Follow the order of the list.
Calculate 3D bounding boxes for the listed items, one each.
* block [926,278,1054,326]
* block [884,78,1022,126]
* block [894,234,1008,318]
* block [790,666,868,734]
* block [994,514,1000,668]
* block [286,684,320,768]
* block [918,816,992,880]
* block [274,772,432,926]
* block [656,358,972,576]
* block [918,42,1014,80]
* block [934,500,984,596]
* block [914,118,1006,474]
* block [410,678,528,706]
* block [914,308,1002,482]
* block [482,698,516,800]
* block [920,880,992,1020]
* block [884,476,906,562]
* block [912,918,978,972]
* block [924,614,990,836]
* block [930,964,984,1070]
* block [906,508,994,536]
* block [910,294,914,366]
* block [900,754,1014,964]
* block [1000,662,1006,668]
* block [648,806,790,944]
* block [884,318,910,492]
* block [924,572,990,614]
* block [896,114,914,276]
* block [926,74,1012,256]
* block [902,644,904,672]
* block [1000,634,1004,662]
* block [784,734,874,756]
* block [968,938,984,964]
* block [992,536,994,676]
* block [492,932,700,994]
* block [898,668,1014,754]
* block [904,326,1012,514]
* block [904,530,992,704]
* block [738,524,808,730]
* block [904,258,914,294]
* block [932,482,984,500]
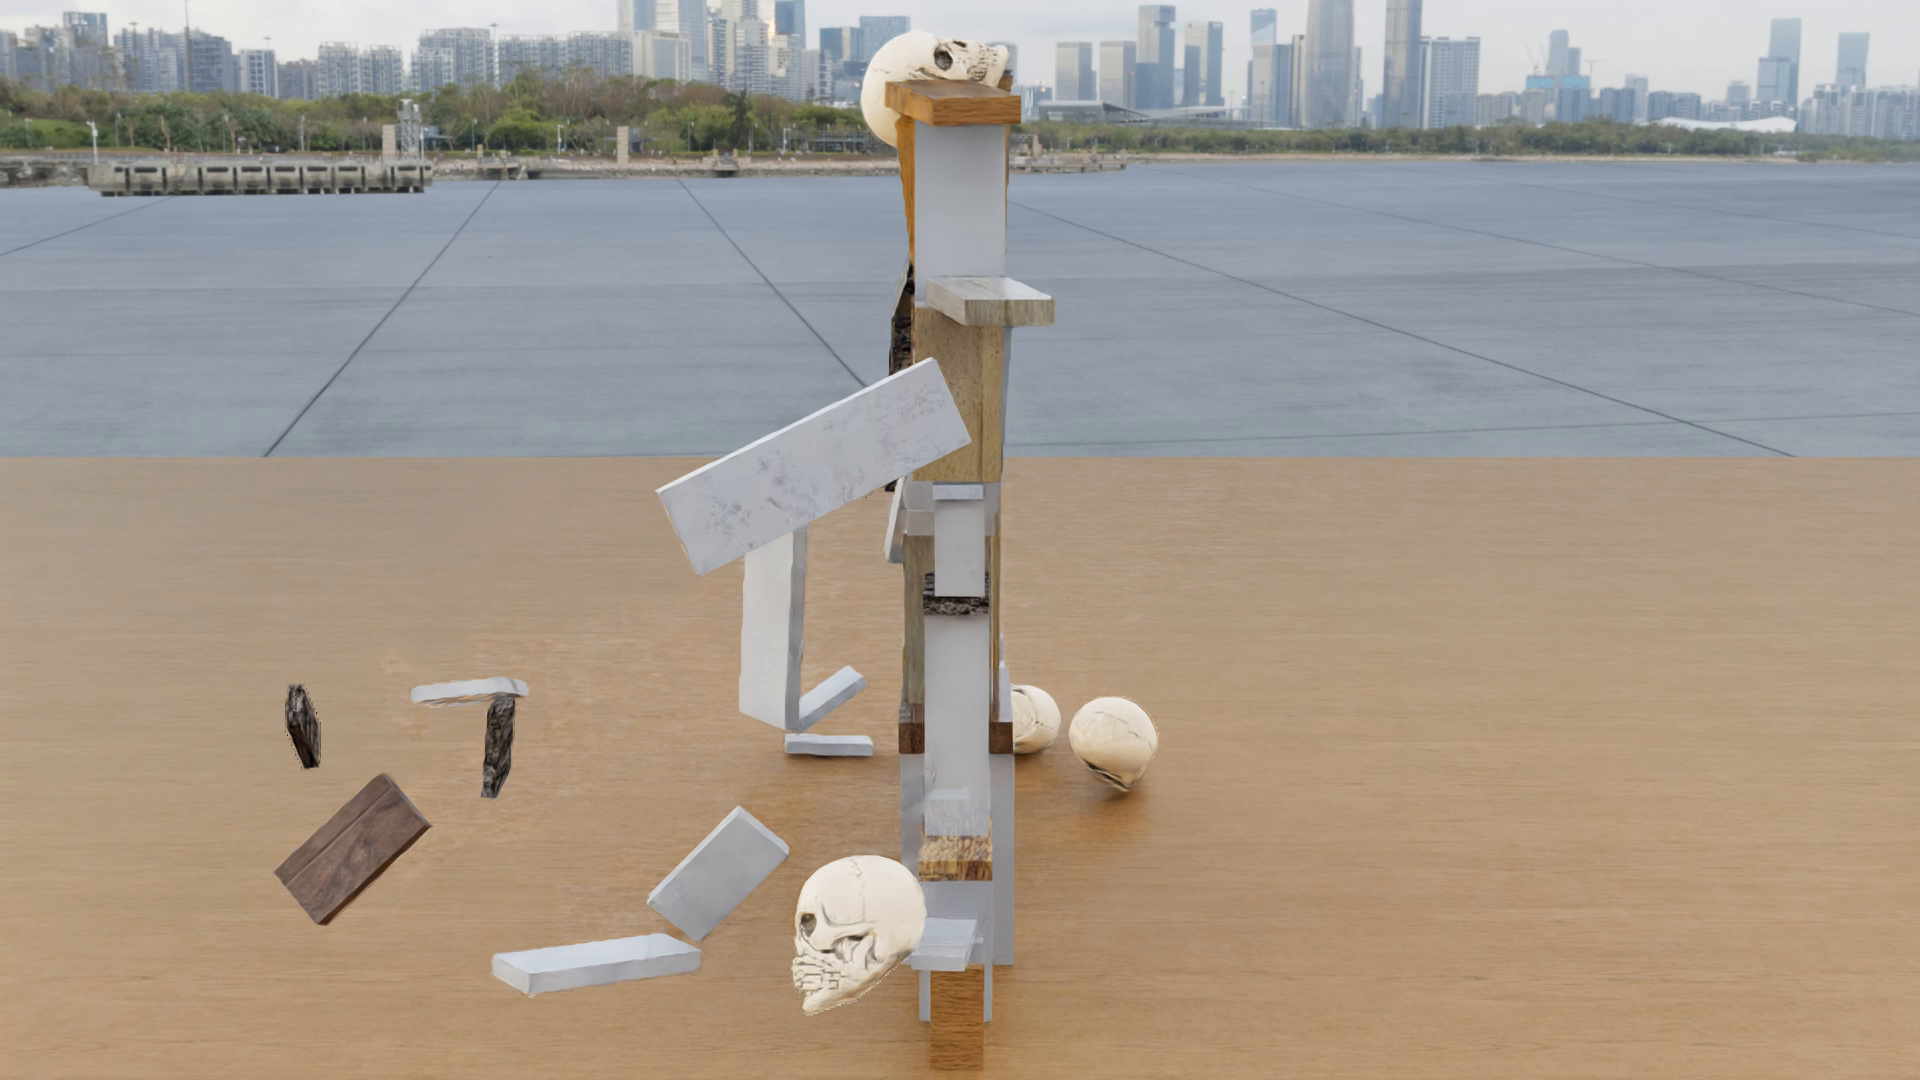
[{"bbox_3d":[0.039,-0.324,2.977,0.120,0.034,0.240,-2,13,-12],"label":"block"},{"bbox_3d":[-0.013,-0.618,3.095,0.126,0.036,0.252,-5,18,-16],"label":"block"},{"bbox_3d":[-0.021,-0.480,3.954,0.154,0.044,0.309,2,-18,-10],"label":"block"},{"bbox_3d":[-0.278,0.325,4.473,0.175,0.025,0.087,-35,23,-12],"label":"block"},{"bbox_3d":[-0.005,0.120,3.730,0.145,0.425,0.041,0,11,1],"label":"block"},{"bbox_3d":[-0.914,0.261,3.061,0.018,0.064,0.128,-4,-32,-7],"label":"block"},{"bbox_3d":[-0.005,0.448,3.207,0.103,0.029,0.207,0,11,0],"label":"block"},{"bbox_3d":[-0.825,0.420,2.988,0.098,0.195,0.028,46,-5,14],"label":"block"},{"bbox_3d":[-0.187,-0.096,2.847,0.399,0.120,0.034,-27,14,-12],"label":"block"},{"bbox_3d":[0.007,-0.809,3.776,0.142,0.040,0.284,0,4,-5],"label":"block"},{"bbox_3d":[0.000,0.009,3.091,0.071,0.141,0.020,0,14,1],"label":"block"},{"bbox_3d":[-0.001,-0.344,3.121,0.126,0.501,0.036,0,10,-1],"label":"block"},{"bbox_3d":[-0.609,0.188,2.731,0.128,0.018,0.064,-7,-11,18],"label":"block"},{"bbox_3d":[-0.003,-0.202,3.063,0.120,0.240,0.034,1,4,-2],"label":"block"},{"bbox_3d":[-0.589,0.259,2.810,0.018,0.128,0.064,11,26,1],"label":"block"},{"bbox_3d":[-0.006,0.581,3.145,0.103,0.207,0.029,0,1,0],"label":"block"},{"bbox_3d":[-0.052,-0.076,4.119,0.138,0.275,0.039,0,39,-16],"label":"block"},{"bbox_3d":[-0.021,0.554,3.016,0.072,0.020,0.144,1,10,7],"label":"block"},{"bbox_3d":[-0.005,0.265,3.182,0.093,0.339,0.026,0,16,1],"label":"block"},{"bbox_3d":[-0.004,0.645,2.977,0.072,0.144,0.020,1,11,2],"label":"block"},{"bbox_3d":[-0.013,-0.048,3.412,0.132,0.037,0.265,0,10,0],"label":"block"},{"bbox_3d":[-0.009,-0.325,3.876,0.154,0.309,0.044,-1,7,-1],"label":"block"},{"bbox_3d":[-0.003,0.476,3.348,0.171,0.341,0.048,0,10,0],"label":"block"},{"bbox_3d":[-0.003,0.381,3.900,0.163,0.327,0.046,0,11,-2],"label":"block"},{"bbox_3d":[-0.348,0.482,3.164,0.098,0.195,0.028,42,13,-16],"label":"block"},{"bbox_3d":[-0.057,-0.250,4.115,0.154,0.326,0.044,1,18,-9],"label":"block"},{"bbox_3d":[-0.005,0.076,3.195,0.093,0.026,0.186,0,10,0],"label":"block"},{"bbox_3d":[-0.016,-0.498,3.221,0.126,0.252,0.036,4,34,15],"label":"block"},{"bbox_3d":[0.006,-0.530,3.730,0.142,0.505,0.040,1,10,-4],"label":"block"},{"bbox_3d":[-0.016,0.177,3.974,0.163,0.046,0.327,0,10,0],"label":"block"},{"bbox_3d":[-0.001,0.341,4.115,0.163,0.327,0.046,0,10,-2],"label":"block"},{"bbox_3d":[-0.268,0.417,4.478,0.175,0.025,0.087,3,5,-8],"label":"block"},{"bbox_3d":[-0.004,0.628,3.072,0.072,0.144,0.020,0,11,0],"label":"block"},{"bbox_3d":[-0.012,0.086,3.522,0.132,0.265,0.037,0,9,0],"label":"block"},{"bbox_3d":[-0.496,0.580,3.016,0.267,0.028,0.098,0,7,-39],"label":"block"},{"bbox_3d":[-0.006,0.263,3.425,0.171,0.048,0.341,0,10,0],"label":"block"},{"bbox_3d":[-0.003,-0.184,3.236,0.140,0.281,0.040,4,11,0],"label":"block"},{"bbox_3d":[-0.018,0.117,3.354,0.132,0.265,0.037,0,10,3],"label":"block"},{"bbox_3d":[-0.372,0.144,4.378,0.138,0.449,0.039,17,20,41],"label":"block"},{"bbox_3d":[-0.023,-0.487,3.524,0.098,0.196,0.028,11,16,6],"label":"block"},{"bbox_3d":[-0.002,-0.078,3.118,0.071,0.020,0.141,0,10,1],"label":"block"}]
